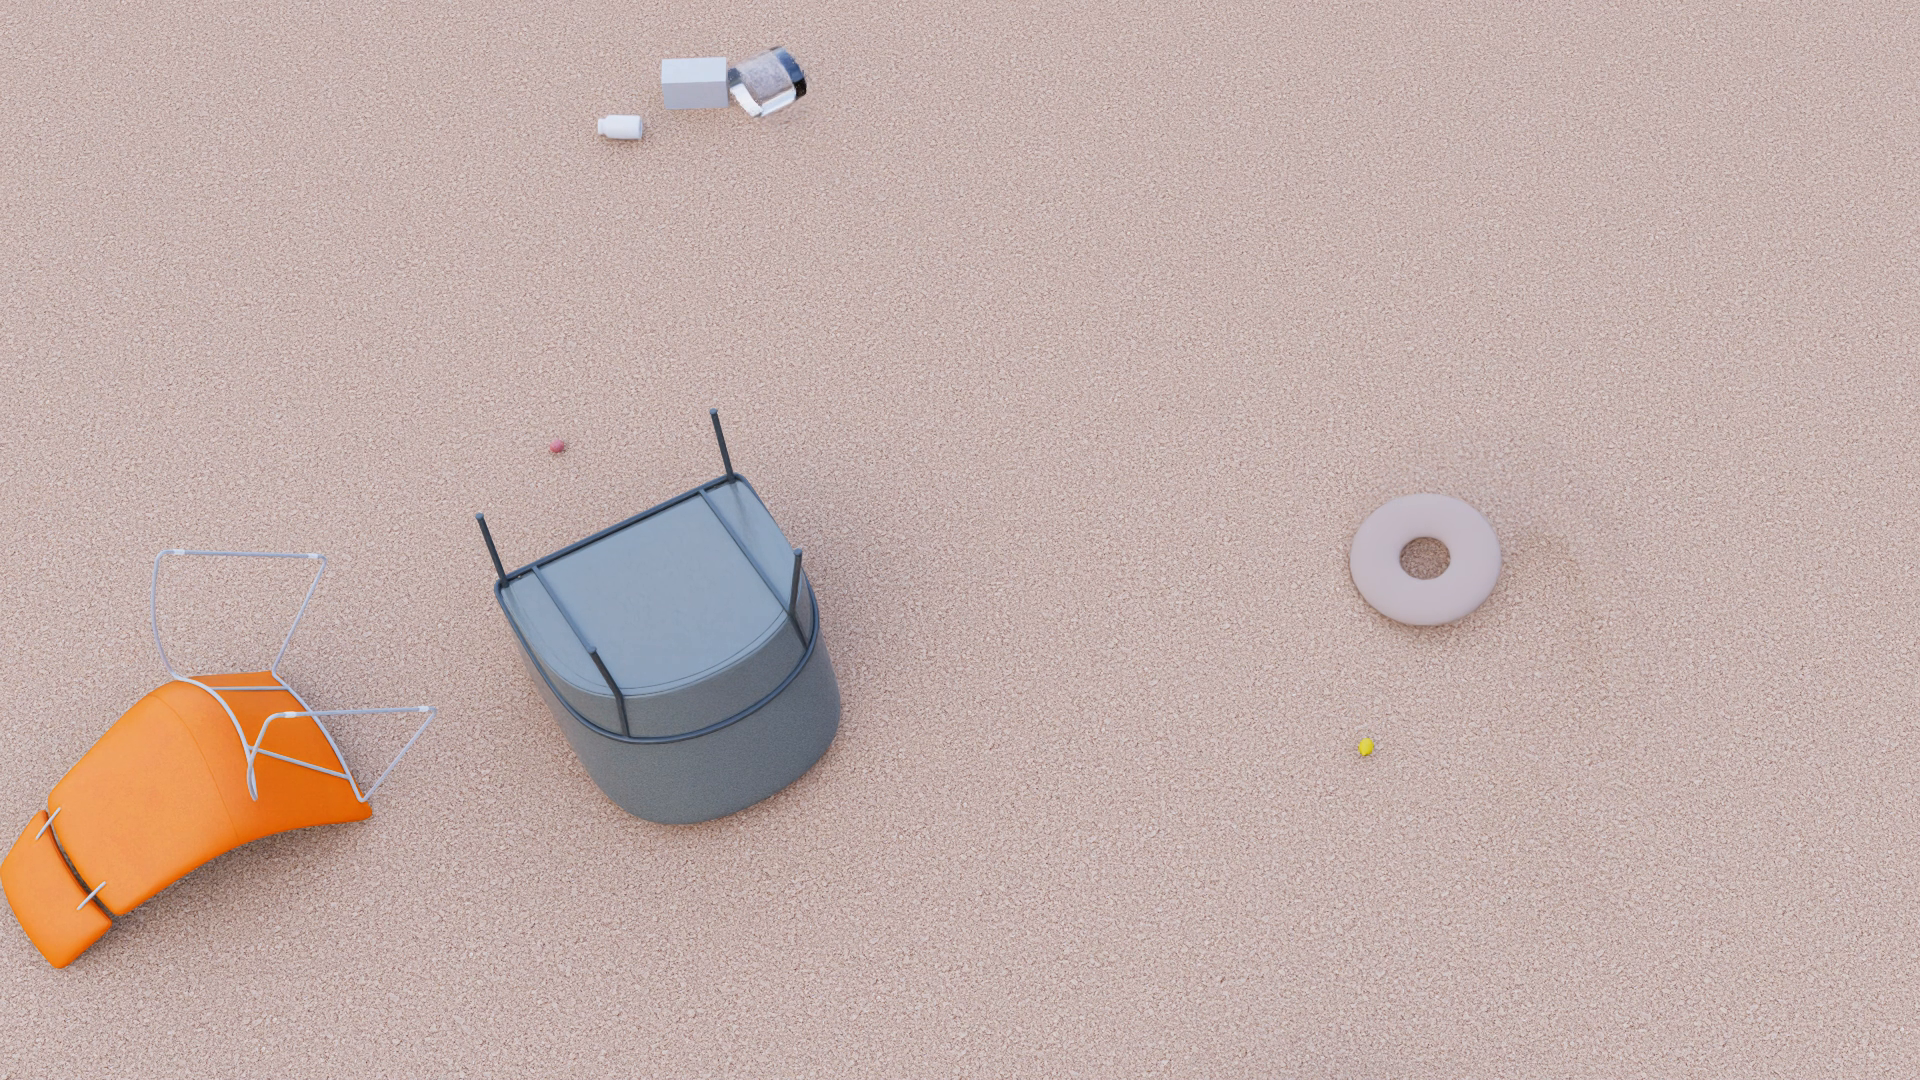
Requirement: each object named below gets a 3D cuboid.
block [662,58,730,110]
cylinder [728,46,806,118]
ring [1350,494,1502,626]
[{"bbox_3d":[-0.908,-1.568,7.551,0.218,0.124,0.114,-2,56,-2],"label":"block"},{"bbox_3d":[-0.660,-1.565,7.516,0.179,0.177,0.226,-31,47,-19],"label":"cylinder"},{"bbox_3d":[1.366,0.055,6.457,0.436,0.066,0.466,-17,53,5],"label":"ring"}]
